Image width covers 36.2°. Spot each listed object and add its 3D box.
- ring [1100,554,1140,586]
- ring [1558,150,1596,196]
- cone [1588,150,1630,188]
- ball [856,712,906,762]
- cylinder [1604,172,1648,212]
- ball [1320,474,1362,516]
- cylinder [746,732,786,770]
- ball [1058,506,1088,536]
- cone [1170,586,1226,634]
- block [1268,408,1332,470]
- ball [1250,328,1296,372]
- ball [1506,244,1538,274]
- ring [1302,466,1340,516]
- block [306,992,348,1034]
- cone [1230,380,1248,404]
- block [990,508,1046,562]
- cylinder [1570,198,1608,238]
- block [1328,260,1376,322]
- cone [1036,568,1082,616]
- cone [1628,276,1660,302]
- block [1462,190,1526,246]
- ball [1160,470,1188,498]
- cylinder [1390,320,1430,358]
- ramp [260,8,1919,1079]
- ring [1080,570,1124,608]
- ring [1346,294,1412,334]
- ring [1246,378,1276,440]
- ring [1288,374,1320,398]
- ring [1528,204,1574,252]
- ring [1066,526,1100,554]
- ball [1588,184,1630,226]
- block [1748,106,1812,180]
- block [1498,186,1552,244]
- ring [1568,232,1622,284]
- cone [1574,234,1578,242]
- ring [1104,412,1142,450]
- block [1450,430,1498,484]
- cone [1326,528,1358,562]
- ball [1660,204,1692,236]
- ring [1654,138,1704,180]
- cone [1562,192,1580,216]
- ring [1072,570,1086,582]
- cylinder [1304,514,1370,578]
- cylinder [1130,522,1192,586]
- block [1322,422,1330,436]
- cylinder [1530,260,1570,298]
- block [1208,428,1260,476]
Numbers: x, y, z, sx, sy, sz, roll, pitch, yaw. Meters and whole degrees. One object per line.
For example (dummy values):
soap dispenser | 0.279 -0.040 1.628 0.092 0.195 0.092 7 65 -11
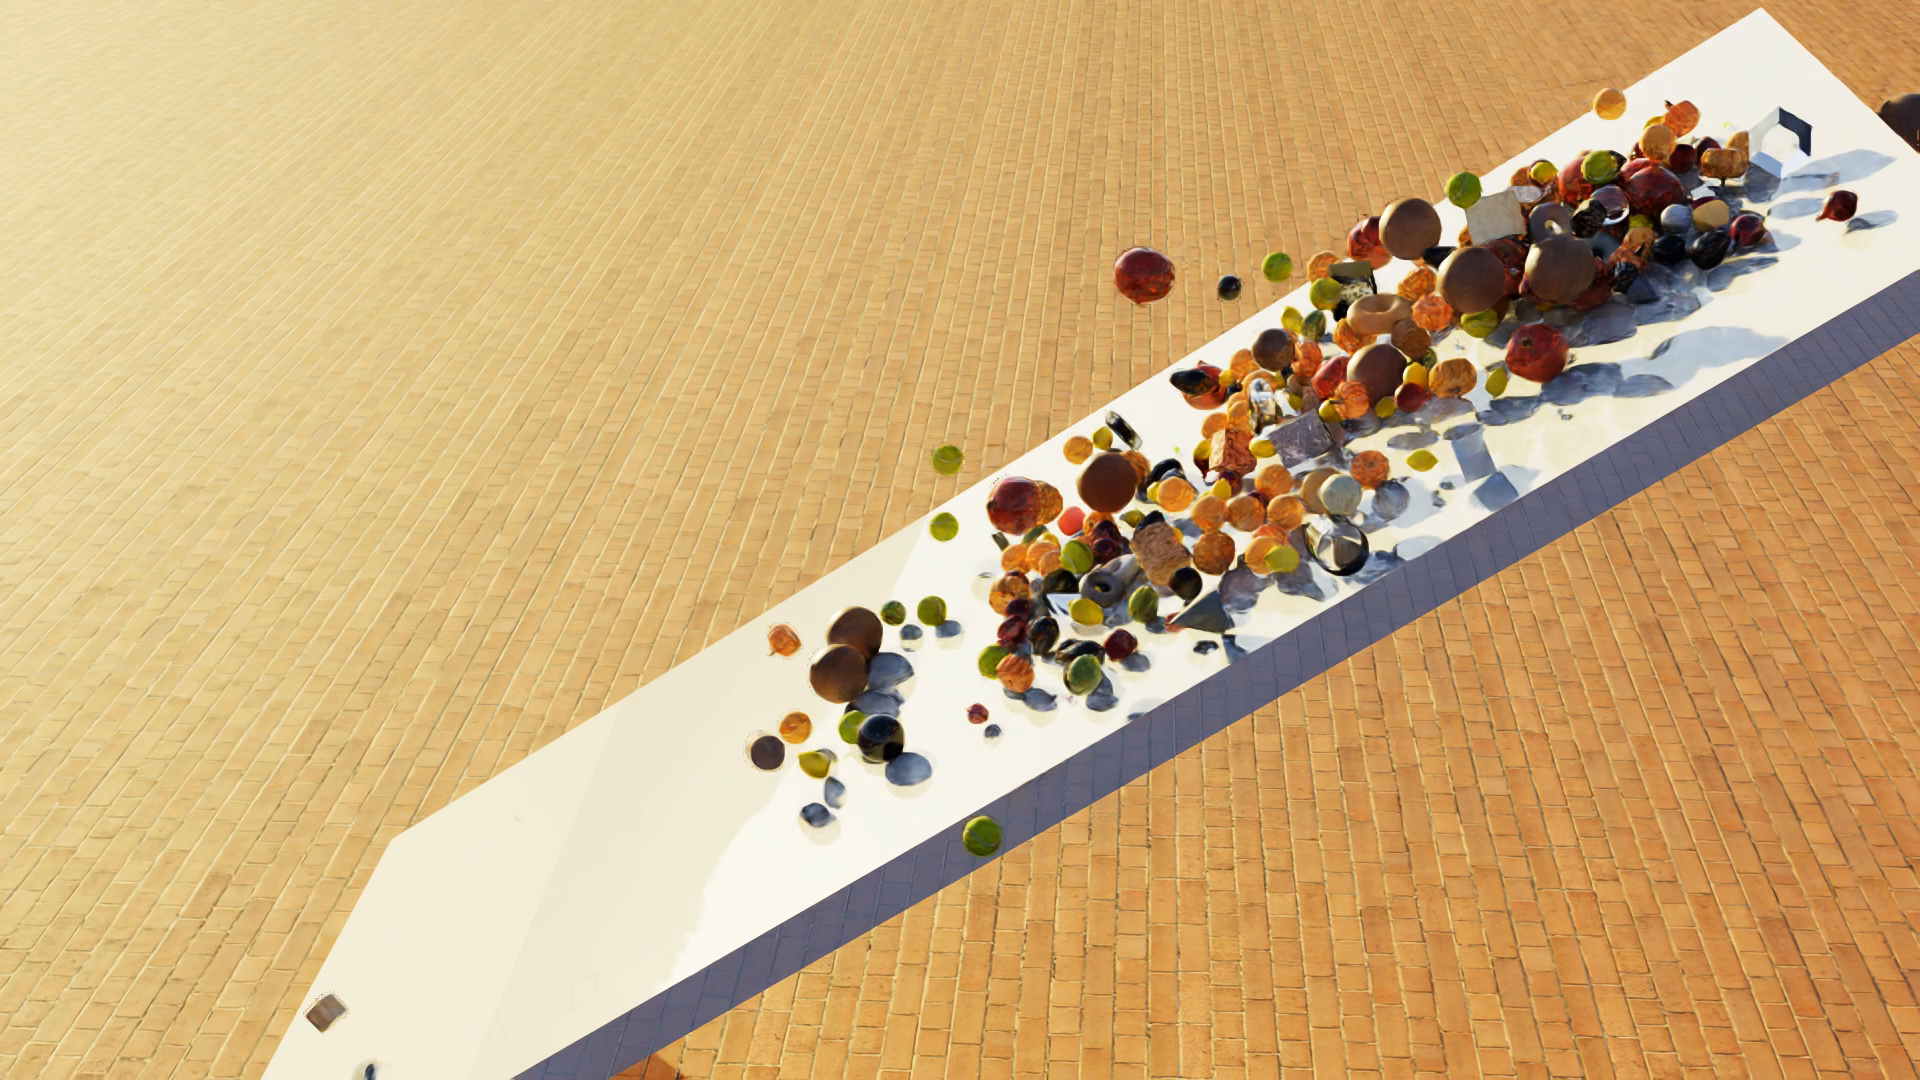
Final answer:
ring | 0.316 0.071 5.962 0.111 0.037 0.111 -32 17 11
ring | 1.271 -0.752 6.055 0.037 0.111 0.111 33 27 5
cone | 1.332 -0.755 6.090 0.090 0.090 0.090 11 20 26
ball | -0.157 0.395 5.862 0.099 0.099 0.099 0 20 0
cylinder | 1.356 -0.710 6.002 0.070 0.070 0.070 11 20 -7
ball | 0.692 -0.083 5.334 0.076 0.076 0.076 0 20 0
cylinder | -0.401 0.437 6.067 0.073 0.073 0.073 -5 1 -12
ball | 0.245 -0.040 6.395 0.067 0.067 0.067 0 20 0
cone | 0.423 0.140 5.349 0.093 0.093 0.093 -16 24 -14
block | 0.651 -0.193 5.629 0.078 0.078 0.078 -25 4 30
ball | 0.604 -0.368 5.675 0.086 0.086 0.086 0 20 0
ball | 1.152 -0.577 6.035 0.063 0.063 0.063 0 20 0
ring | 0.687 -0.092 5.543 0.094 0.094 0.031 -7 10 -18
block | -1.366 1.021 6.344 0.054 0.054 0.054 44 20 6
cone | 0.628 -0.328 6.519 0.053 0.053 0.053 -1 19 17
block | 0.131 -0.011 6.534 0.075 0.075 0.075 -23 19 39
cylinder | 1.216 -0.621 5.690 0.057 0.057 0.057 9 36 24
block | 0.851 -0.539 6.377 0.090 0.090 0.090 -5 41 2
cone | 0.182 0.111 5.998 0.096 0.096 0.096 -13 1 -32
cone | 1.294 -0.462 5.526 0.055 0.055 0.055 -14 31 -32
block | 1.064 -0.640 5.854 0.088 0.088 0.088 -15 -1 26
ball | 0.449 -0.119 6.173 0.060 0.060 0.060 0 20 0
cylinder | 0.900 -0.402 5.876 0.062 0.062 0.062 -5 22 -12
ramp | 0.139 0.171 6.297 4.000 0.100 2.000 -31 16 14
ring | 0.283 0.098 5.872 0.091 0.030 0.091 6 43 -6
ring | 0.848 -0.457 5.948 0.134 0.045 0.134 -9 30 5
ring | 0.589 -0.254 5.741 0.041 0.123 0.123 -7 21 -4
ring | 0.727 -0.324 6.223 0.075 0.025 0.075 17 34 -12
ring | 1.180 -0.624 5.864 0.103 0.103 0.034 -8 -12 -20
ring | 0.263 0.001 6.306 0.083 0.028 0.083 -33 15 10
ball | 1.274 -0.657 5.774 0.081 0.081 0.081 0 20 0
block | 1.575 -0.762 5.646 0.082 0.082 0.082 26 54 -17
block | 1.171 -0.673 6.102 0.094 0.094 0.094 4 27 26
ring | 1.249 -0.556 5.787 0.110 0.110 0.037 13 -14 31
cone | 1.268 -0.624 5.994 0.068 0.068 0.068 -32 15 10
ring | 0.359 -0.240 6.446 0.036 0.107 0.107 -45 25 4
block | 0.919 -0.148 5.259 0.058 0.058 0.058 -23 34 9
cone | 0.680 -0.001 5.336 0.060 0.060 0.060 -29 30 19
ball | 1.368 -0.612 5.615 0.059 0.059 0.059 0 20 0
ring | 1.486 -0.788 6.078 0.117 0.039 0.117 -37 14 11
cone | 1.244 -0.686 6.008 0.067 0.067 0.067 -28 -4 -2
ring | 0.225 0.097 6.086 0.094 0.031 0.094 -33 14 9
cylinder | 0.675 0.009 5.266 0.096 0.096 0.096 -2 13 -6
cylinder | 0.388 0.027 5.690 0.089 0.089 0.089 -11 54 -27
block | 0.713 -0.226 5.989 0.053 0.053 0.053 -36 15 2
cylinder | 1.178 -0.522 5.875 0.054 0.054 0.054 37 22 -18
block | 0.563 -0.180 6.038 0.075 0.075 0.075 12 -12 -14
